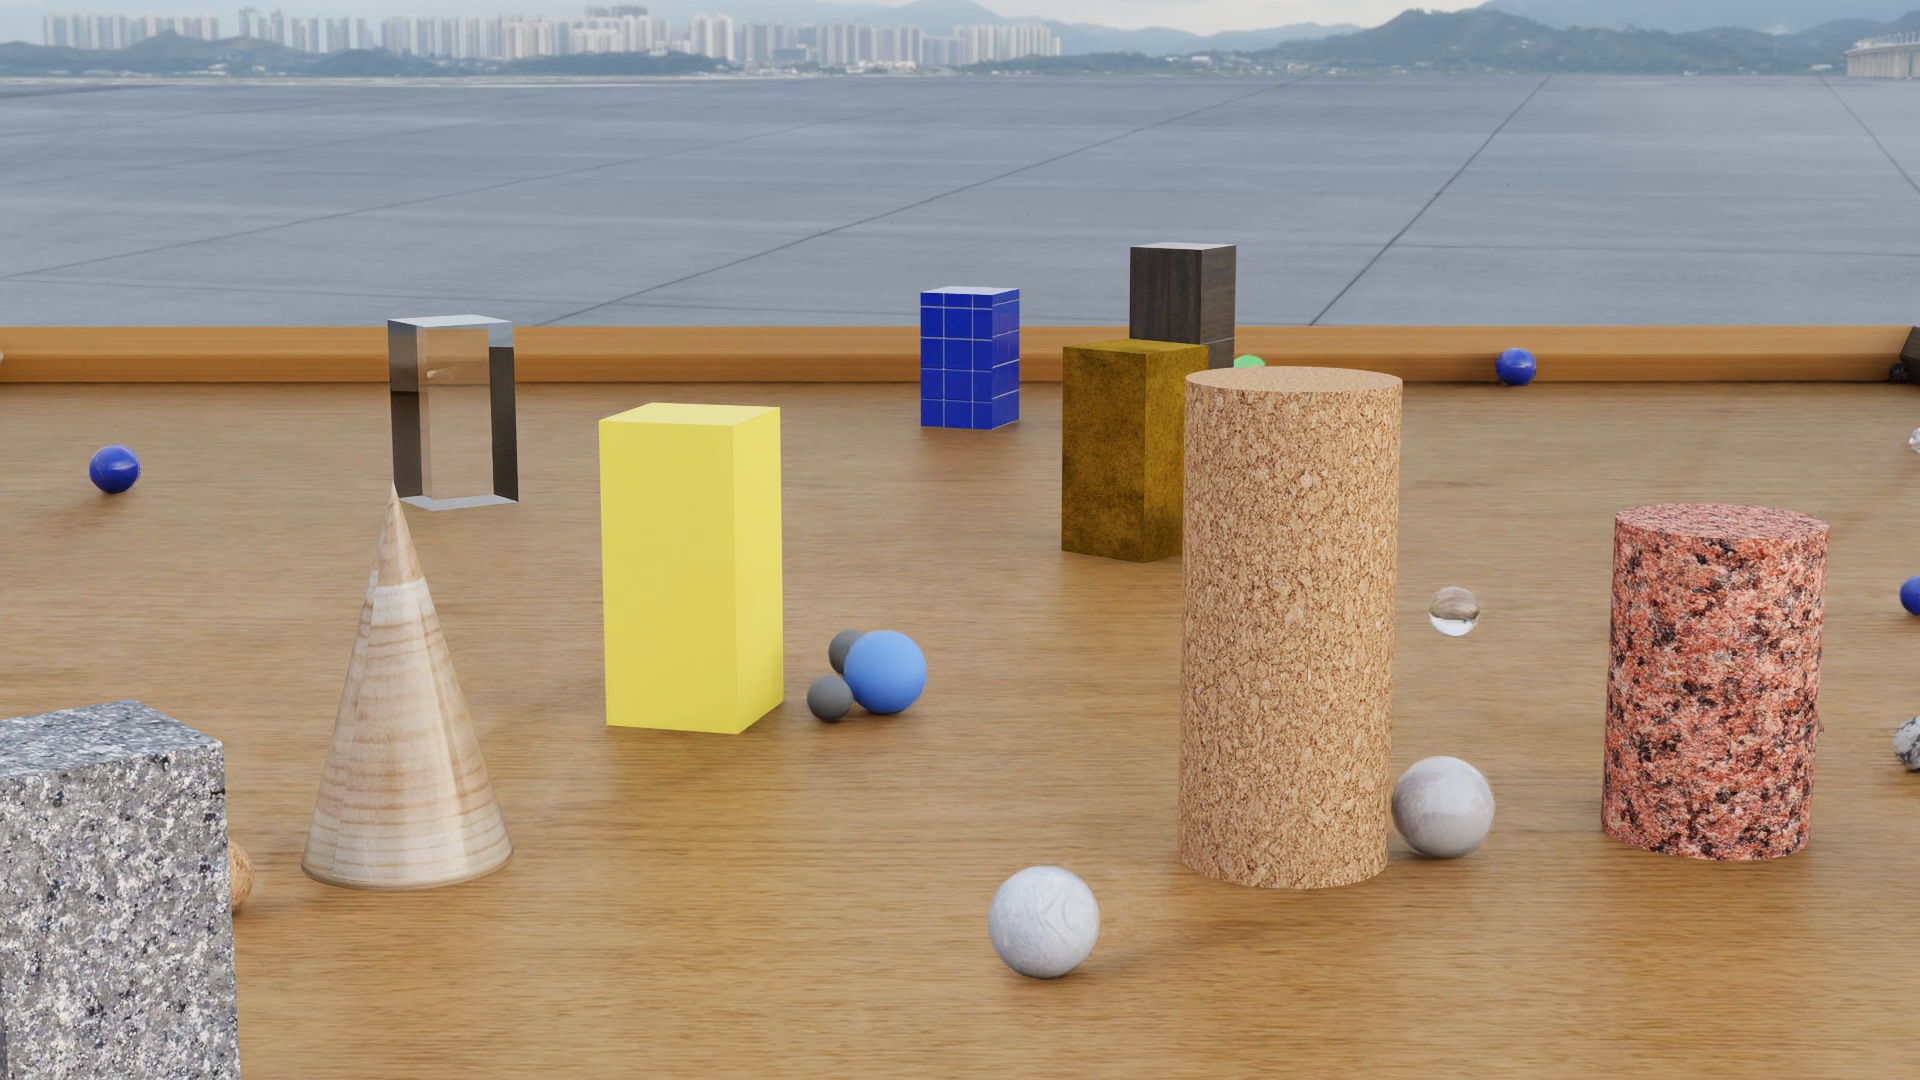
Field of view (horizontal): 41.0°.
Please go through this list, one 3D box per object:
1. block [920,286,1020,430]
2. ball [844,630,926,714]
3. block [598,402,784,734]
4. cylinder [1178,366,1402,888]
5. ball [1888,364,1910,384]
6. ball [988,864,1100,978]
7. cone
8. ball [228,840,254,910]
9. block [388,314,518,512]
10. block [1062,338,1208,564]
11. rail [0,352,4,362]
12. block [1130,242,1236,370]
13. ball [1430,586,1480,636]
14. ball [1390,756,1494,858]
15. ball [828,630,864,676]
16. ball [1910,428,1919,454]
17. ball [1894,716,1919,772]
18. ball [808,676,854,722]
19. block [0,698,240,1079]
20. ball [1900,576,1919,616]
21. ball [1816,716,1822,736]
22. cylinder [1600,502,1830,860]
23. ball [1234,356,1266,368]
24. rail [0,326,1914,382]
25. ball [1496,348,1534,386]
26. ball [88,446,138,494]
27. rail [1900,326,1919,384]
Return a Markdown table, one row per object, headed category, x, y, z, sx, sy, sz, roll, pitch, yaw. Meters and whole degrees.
| category | x | y | z | sx | sy | sz | roll | pitch | yaw |
| --- | --- | --- | --- | --- | --- | --- | --- | --- | --- |
| block | 0.021 | -0.374 | 5.246 | 0.155 | 0.272 | 0.155 | 4 | 11 | 21 |
| ball | -0.085 | 0.149 | 2.912 | 0.095 | 0.095 | 0.095 | 0 | 11 | 0 |
| block | -0.299 | 0.028 | 2.886 | 0.155 | 0.342 | 0.155 | 3 | 11 | 15 |
| cylinder | 0.300 | 0.075 | 2.349 | 0.194 | 0.447 | 0.194 | 0 | 11 | 0 |
| ball | 2.164 | -0.384 | 5.910 | 0.048 | 0.048 | 0.048 | 0 | 11 | 0 |
| ball | 0.068 | 0.308 | 2.071 | 0.090 | 0.090 | 0.090 | 0 | 11 | 0 |
| cone | -0.513 | 0.121 | 2.351 | 0.194 | 0.355 | 0.194 | 0 | 11 | 0 |
| ball | -0.646 | 0.291 | 2.219 | 0.068 | 0.068 | 0.068 | 0 | 11 | 0 |
| block | -0.852 | -0.217 | 4.310 | 0.155 | 0.304 | 0.155 | -7 | 13 | -35 |
| block | 0.263 | -0.138 | 3.867 | 0.155 | 0.310 | 0.155 | 9 | 14 | 40 |
| rail | -2.204 | 0.035 | 3.437 | 0.045 | 0.126 | 5.087 | 0 | 11 | 0 |
| block | 0.440 | -0.396 | 5.084 | 0.155 | 0.373 | 0.155 | 6 | 12 | 31 |
| ball | 0.637 | 0.092 | 3.304 | 0.064 | 0.064 | 0.064 | 0 | 11 | 0 |
| ball | 0.448 | 0.248 | 2.382 | 0.094 | 0.094 | 0.094 | 0 | 11 | 0 |
| ball | -0.129 | 0.137 | 3.081 | 0.058 | 0.058 | 0.058 | 0 | 11 | 0 |
| ball | 1.820 | -0.188 | 4.835 | 0.055 | 0.055 | 0.055 | 0 | 11 | 0 |
| ball | 1.003 | 0.213 | 2.672 | 0.058 | 0.058 | 0.058 | 0 | 11 | 0 |
| ball | -0.145 | 0.178 | 2.877 | 0.051 | 0.051 | 0.051 | 0 | 11 | 0 |
| block | -0.602 | 0.271 | 1.751 | 0.155 | 0.279 | 0.155 | -8 | 13 | -38 |
| ball | 1.284 | 0.074 | 3.428 | 0.054 | 0.054 | 0.054 | 0 | 11 | 0 |
| ball | 0.911 | 0.200 | 2.781 | 0.042 | 0.042 | 0.042 | 0 | 11 | 0 |
| cylinder | 0.717 | 0.130 | 2.443 | 0.194 | 0.303 | 0.194 | 0 | 11 | 0 |
| ball | 0.634 | -0.360 | 5.659 | 0.093 | 0.093 | 0.093 | 0 | 11 | 0 |
| rail | -0.015 | -0.428 | 5.927 | 4.456 | 0.126 | 0.045 | 0 | 11 | 0 |
| ball | 1.268 | -0.395 | 5.864 | 0.087 | 0.087 | 0.087 | 0 | 11 | 0 |
| ball | -1.452 | -0.121 | 4.404 | 0.082 | 0.082 | 0.082 | 0 | 11 | 0 |
| rail | 2.204 | 0.030 | 3.462 | 0.045 | 0.126 | 5.087 | 0 | 11 | 0 |
